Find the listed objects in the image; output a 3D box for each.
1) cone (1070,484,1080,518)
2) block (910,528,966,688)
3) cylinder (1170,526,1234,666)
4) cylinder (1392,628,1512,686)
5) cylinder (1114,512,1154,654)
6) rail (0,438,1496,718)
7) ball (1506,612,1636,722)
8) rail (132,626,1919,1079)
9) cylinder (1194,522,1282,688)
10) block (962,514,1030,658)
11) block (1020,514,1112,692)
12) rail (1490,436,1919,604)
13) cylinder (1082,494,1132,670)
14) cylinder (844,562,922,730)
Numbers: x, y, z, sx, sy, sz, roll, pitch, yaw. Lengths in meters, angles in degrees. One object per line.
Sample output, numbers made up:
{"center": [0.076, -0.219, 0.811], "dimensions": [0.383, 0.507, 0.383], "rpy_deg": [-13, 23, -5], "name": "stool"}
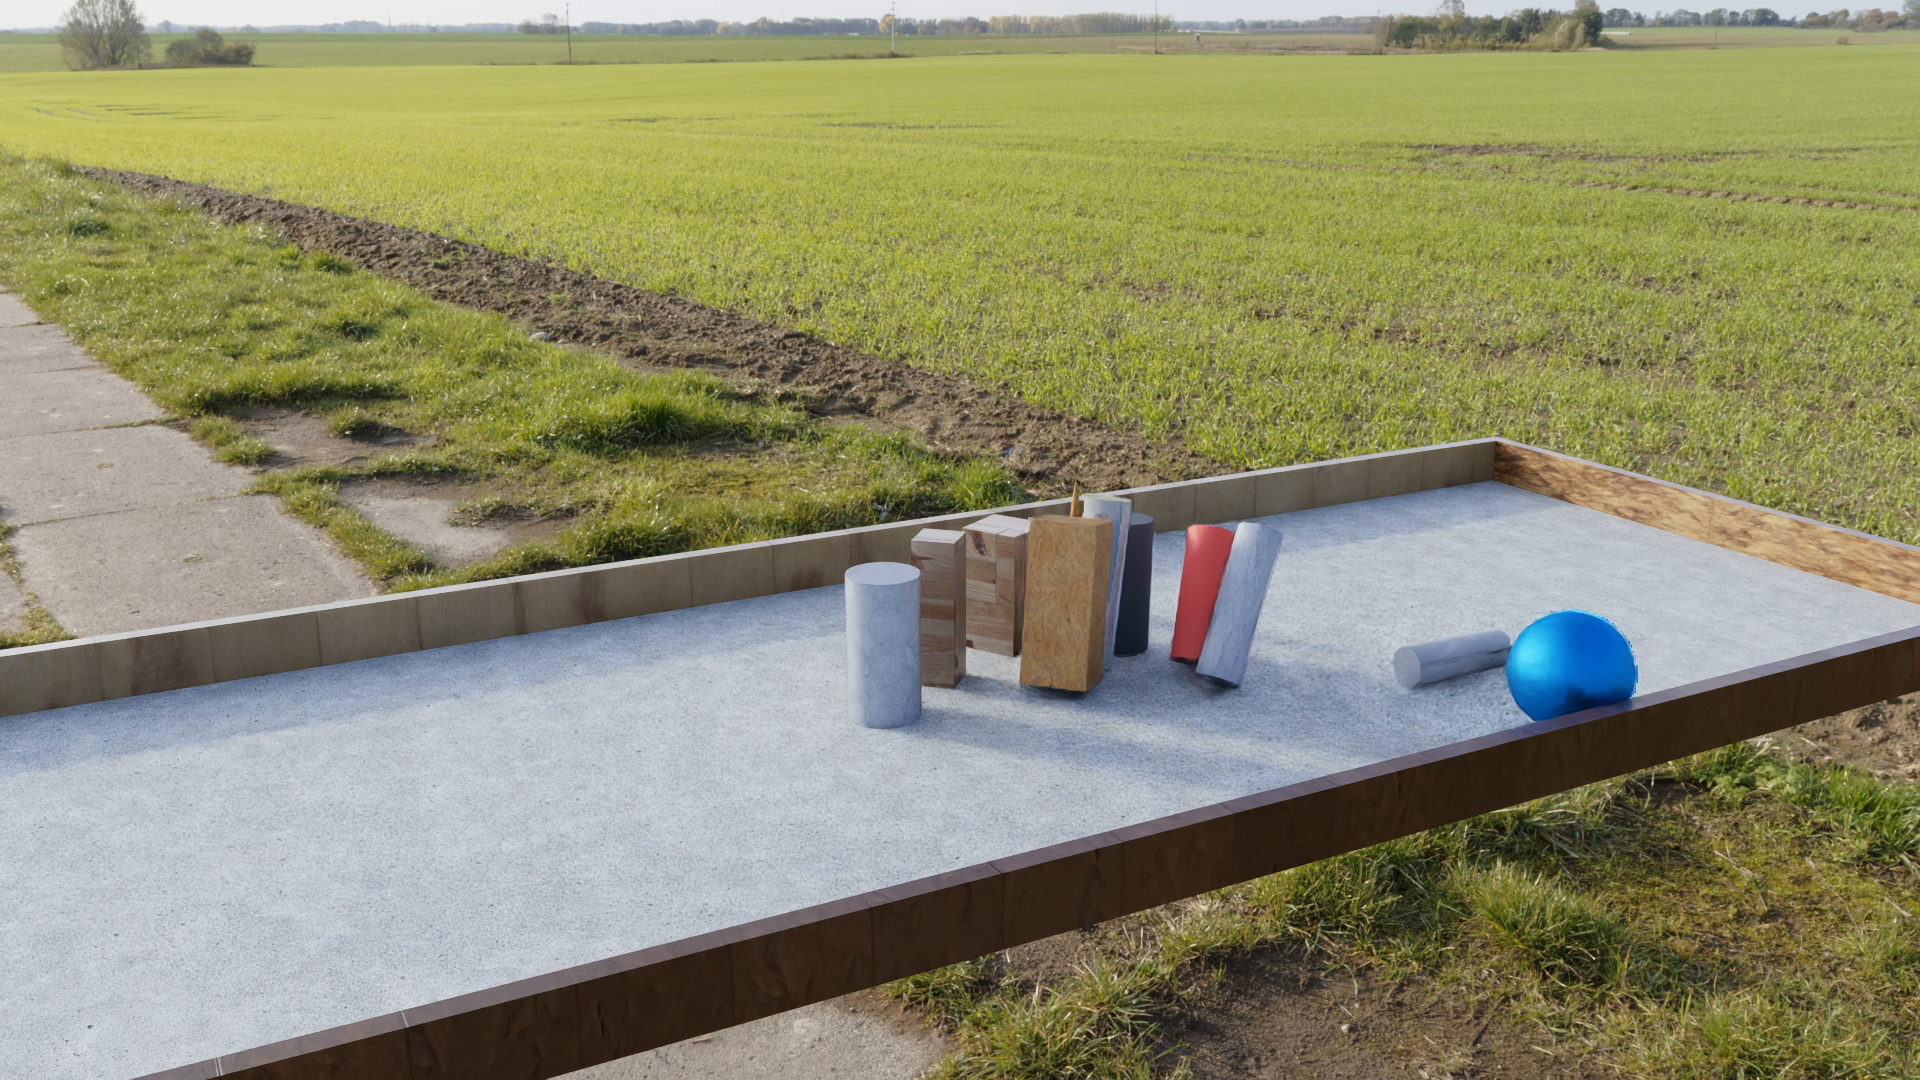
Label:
{"center": [0.320, 0.016, 4.599], "dimensions": [0.108, 0.396, 0.108], "rpy_deg": [0, 16, 0], "name": "cone"}
{"center": [-0.052, 0.170, 4.107], "dimensions": [0.109, 0.377, 0.109], "rpy_deg": [5, 17, 15], "name": "block"}
{"center": [0.621, 0.144, 4.229], "dimensions": [0.118, 0.345, 0.118], "rpy_deg": [9, -11, 2], "name": "cylinder"}
{"center": [1.246, 0.296, 4.171], "dimensions": [0.304, 0.100, 0.100], "rpy_deg": [-8, 18, -27], "name": "cylinder"}
{"center": [0.427, 0.113, 4.342], "dimensions": [0.150, 0.349, 0.150], "rpy_deg": [1, 14, 0], "name": "cylinder"}
{"center": [-3.305, 0.497, 3.399], "dimensions": [12.000, 0.150, 0.050], "rpy_deg": [-9, 18, -27], "name": "rail"}
{"center": [1.378, 0.299, 3.724], "dimensions": [0.274, 0.274, 0.274], "rpy_deg": [0, 16, 0], "name": "ball"}
{"center": [-2.336, 1.006, 1.665], "dimensions": [12.000, 0.150, 0.050], "rpy_deg": [-9, 18, -27], "name": "rail"}
{"center": [0.692, 0.161, 4.104], "dimensions": [0.112, 0.398, 0.112], "rpy_deg": [17, -11, 3], "name": "cylinder"}
{"center": [0.116, 0.119, 4.370], "dimensions": [0.162, 0.327, 0.162], "rpy_deg": [10, 19, 32], "name": "block"}
{"center": [0.263, 0.152, 4.076], "dimensions": [0.167, 0.405, 0.167], "rpy_deg": [5, 7, 18], "name": "block"}
{"center": [2.466, -0.048, 5.253], "dimensions": [0.050, 0.150, 2.100], "rpy_deg": [-9, 18, -27], "name": "rail"}
{"center": [0.354, 0.107, 4.201], "dimensions": [0.120, 0.431, 0.120], "rpy_deg": [6, 7, -1], "name": "cylinder"}
{"center": [-0.180, 0.247, 3.887], "dimensions": [0.177, 0.354, 0.177], "rpy_deg": [0, 16, 0], "name": "cylinder"}
